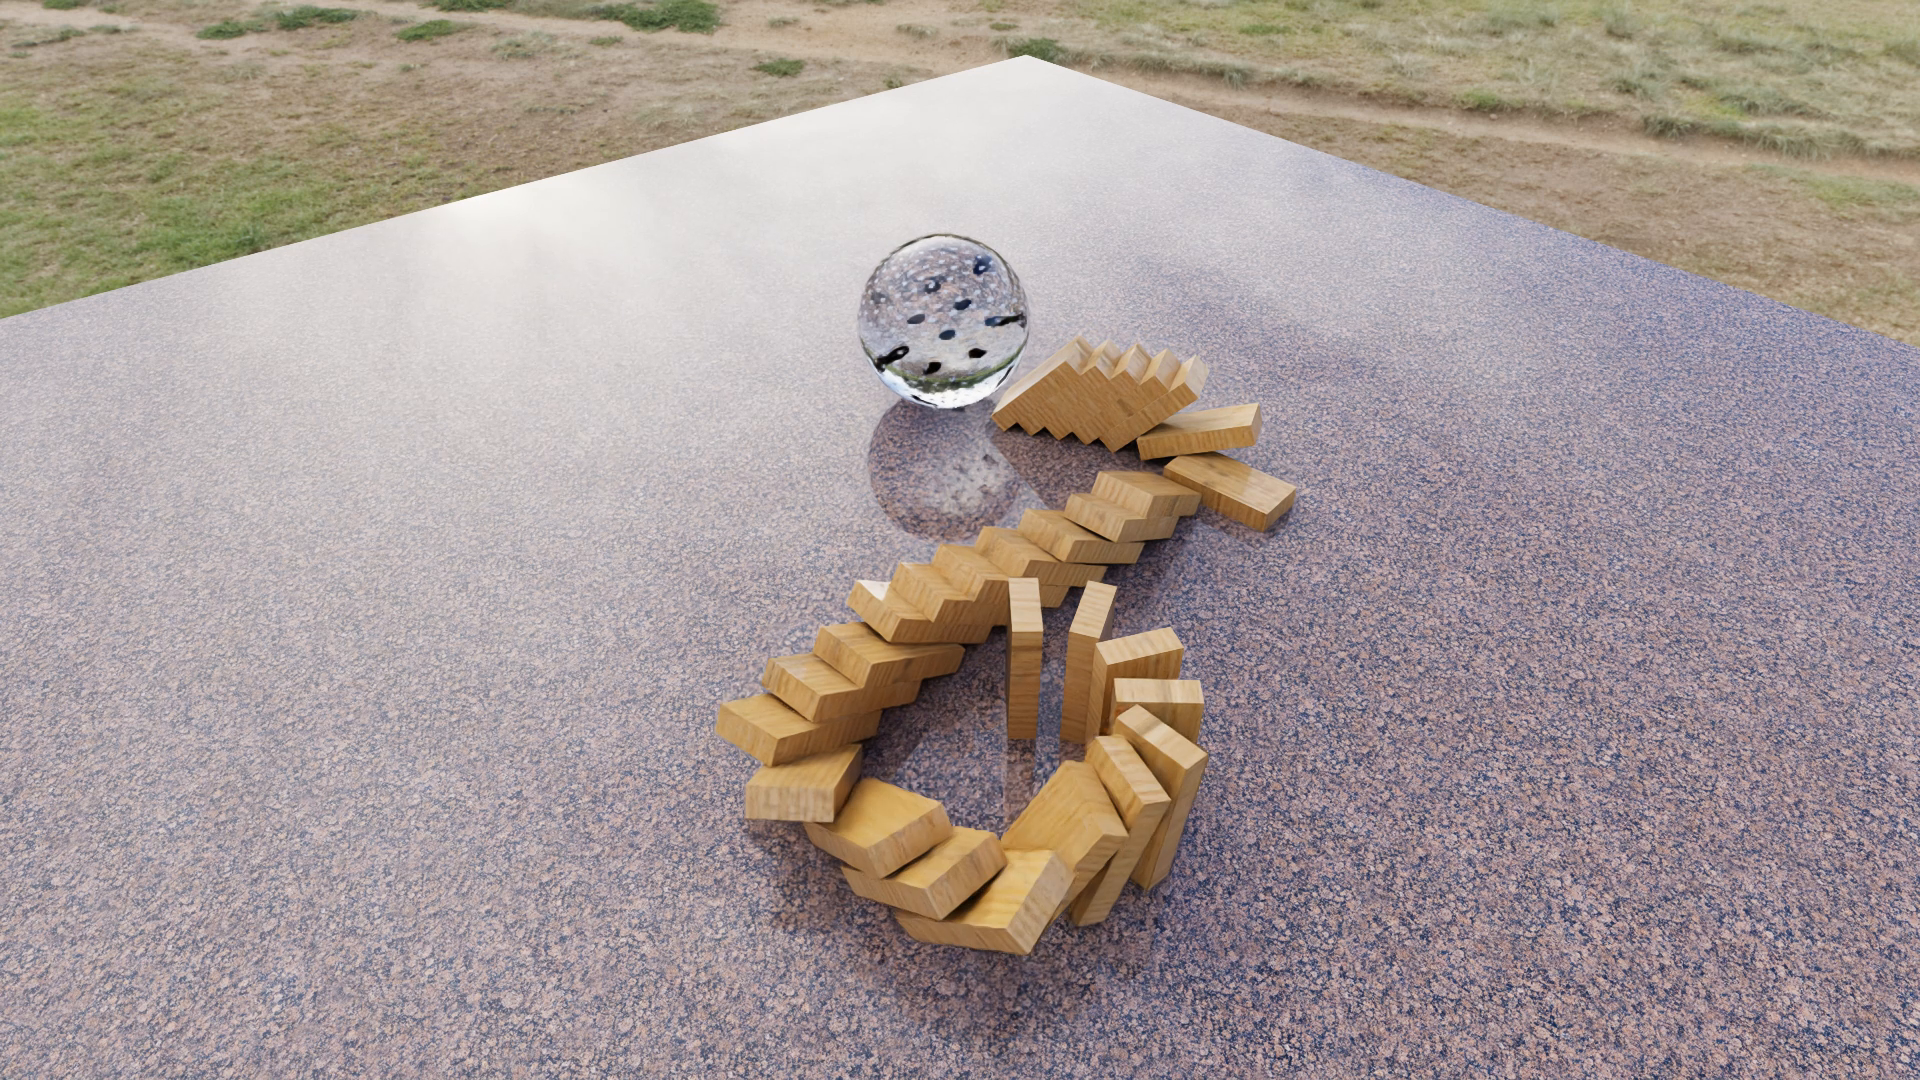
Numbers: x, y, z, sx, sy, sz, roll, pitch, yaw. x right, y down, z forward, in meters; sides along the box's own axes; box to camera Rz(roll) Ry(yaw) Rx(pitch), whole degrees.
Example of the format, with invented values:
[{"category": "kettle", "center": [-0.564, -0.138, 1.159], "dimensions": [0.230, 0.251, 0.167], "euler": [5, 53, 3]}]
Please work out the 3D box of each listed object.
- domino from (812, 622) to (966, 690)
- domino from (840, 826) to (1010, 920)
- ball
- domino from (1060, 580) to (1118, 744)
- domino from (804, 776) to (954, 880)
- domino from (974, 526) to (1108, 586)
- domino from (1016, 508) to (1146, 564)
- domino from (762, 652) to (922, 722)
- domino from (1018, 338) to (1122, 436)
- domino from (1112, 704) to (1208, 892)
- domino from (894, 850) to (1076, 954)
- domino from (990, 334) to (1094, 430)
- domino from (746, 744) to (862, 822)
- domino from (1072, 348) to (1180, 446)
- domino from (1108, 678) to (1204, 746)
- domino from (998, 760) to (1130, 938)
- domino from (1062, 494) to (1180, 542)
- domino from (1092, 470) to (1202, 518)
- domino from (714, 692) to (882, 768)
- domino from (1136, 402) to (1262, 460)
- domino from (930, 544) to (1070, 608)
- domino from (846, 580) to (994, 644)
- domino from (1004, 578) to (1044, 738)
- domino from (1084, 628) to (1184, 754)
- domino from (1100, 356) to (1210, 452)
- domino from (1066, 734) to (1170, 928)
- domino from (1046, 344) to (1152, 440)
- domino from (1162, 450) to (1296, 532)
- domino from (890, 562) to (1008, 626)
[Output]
[{"category": "domino", "center": [-0.024, 0.038, 0.379], "dimensions": [0.025, 0.010, 0.050], "euler": [31, 19, 32]}, {"category": "domino", "center": [-0.011, 0.091, 0.309], "dimensions": [0.025, 0.010, 0.050], "euler": [-31, 9, -32]}, {"category": "ball", "center": [-0.007, -0.101, 0.511], "dimensions": [0.080, 0.080, 0.080], "euler": [0, 39, 0]}, {"category": "domino", "center": [0.042, 0.041, 0.362], "dimensions": [0.010, 0.050, 0.025], "euler": [12, 41, 14]}, {"category": "domino", "center": [-0.025, 0.083, 0.321], "dimensions": [0.025, 0.009, 0.050], "euler": [-25, 10, -27]}, {"category": "domino", "center": [0.031, 0.007, 0.415], "dimensions": [0.050, 0.009, 0.025], "euler": [6, 25, -49]}, {"category": "domino", "center": [0.047, -0.001, 0.426], "dimensions": [0.025, 0.009, 0.050], "euler": [35, 21, 35]}, {"category": "domino", "center": [-0.038, 0.047, 0.367], "dimensions": [0.025, 0.009, 0.050], "euler": [29, 18, 34]}, {"category": "domino", "center": [0.050, -0.069, 0.501], "dimensions": [0.010, 0.050, 0.025], "euler": [45, 41, -14]}, {"category": "domino", "center": [0.053, 0.075, 0.319], "dimensions": [0.009, 0.050, 0.025], "euler": [-23, 44, -38]}, {"category": "domino", "center": [0.006, 0.097, 0.299], "dimensions": [0.050, 0.009, 0.025], "euler": [-19, 23, 51]}, {"category": "domino", "center": [0.038, -0.072, 0.505], "dimensions": [0.009, 0.050, 0.025], "euler": [45, 41, -14]}, {"category": "domino", "center": [-0.046, 0.072, 0.333], "dimensions": [0.025, 0.010, 0.050], "euler": [2, 4, 4]}, {"category": "domino", "center": [0.075, -0.064, 0.495], "dimensions": [0.009, 0.050, 0.025], "euler": [45, 42, -13]}, {"category": "domino", "center": [0.057, 0.064, 0.333], "dimensions": [0.025, 0.050, 0.009], "euler": [1, 36, 1]}, {"category": "domino", "center": [0.024, 0.088, 0.306], "dimensions": [0.009, 0.050, 0.025], "euler": [16, 31, -34]}, {"category": "domino", "center": [0.065, -0.009, 0.437], "dimensions": [0.025, 0.010, 0.050], "euler": [28, 18, 30]}, {"category": "domino", "center": [0.077, -0.019, 0.448], "dimensions": [0.025, 0.009, 0.050], "euler": [28, 18, 29]}, {"category": "domino", "center": [-0.051, 0.058, 0.353], "dimensions": [0.025, 0.010, 0.050], "euler": [23, 15, 31]}, {"category": "domino", "center": [0.106, -0.048, 0.486], "dimensions": [0.050, 0.010, 0.025], "euler": [-6, 26, 26]}, {"category": "domino", "center": [0.015, 0.013, 0.405], "dimensions": [0.050, 0.010, 0.025], "euler": [7, 24, -49]}, {"category": "domino", "center": [-0.013, 0.026, 0.392], "dimensions": [0.050, 0.009, 0.025], "euler": [7, 25, -49]}, {"category": "domino", "center": [0.021, 0.040, 0.363], "dimensions": [0.010, 0.050, 0.025], "euler": [0, 39, -1]}, {"category": "domino", "center": [0.054, 0.051, 0.349], "dimensions": [0.025, 0.050, 0.009], "euler": [-11, 41, -13]}, {"category": "domino", "center": [0.086, -0.060, 0.491], "dimensions": [0.009, 0.050, 0.025], "euler": [45, 42, -13]}, {"category": "domino", "center": [0.040, 0.082, 0.311], "dimensions": [0.009, 0.050, 0.025], "euler": [0, 35, -31]}, {"category": "domino", "center": [0.062, -0.067, 0.499], "dimensions": [0.009, 0.050, 0.025], "euler": [45, 41, -14]}, {"category": "domino", "center": [0.115, -0.023, 0.472], "dimensions": [0.050, 0.010, 0.025], "euler": [30, 48, 31]}, {"category": "domino", "center": [0.001, 0.020, 0.398], "dimensions": [0.050, 0.010, 0.025], "euler": [7, 24, -49]}]
